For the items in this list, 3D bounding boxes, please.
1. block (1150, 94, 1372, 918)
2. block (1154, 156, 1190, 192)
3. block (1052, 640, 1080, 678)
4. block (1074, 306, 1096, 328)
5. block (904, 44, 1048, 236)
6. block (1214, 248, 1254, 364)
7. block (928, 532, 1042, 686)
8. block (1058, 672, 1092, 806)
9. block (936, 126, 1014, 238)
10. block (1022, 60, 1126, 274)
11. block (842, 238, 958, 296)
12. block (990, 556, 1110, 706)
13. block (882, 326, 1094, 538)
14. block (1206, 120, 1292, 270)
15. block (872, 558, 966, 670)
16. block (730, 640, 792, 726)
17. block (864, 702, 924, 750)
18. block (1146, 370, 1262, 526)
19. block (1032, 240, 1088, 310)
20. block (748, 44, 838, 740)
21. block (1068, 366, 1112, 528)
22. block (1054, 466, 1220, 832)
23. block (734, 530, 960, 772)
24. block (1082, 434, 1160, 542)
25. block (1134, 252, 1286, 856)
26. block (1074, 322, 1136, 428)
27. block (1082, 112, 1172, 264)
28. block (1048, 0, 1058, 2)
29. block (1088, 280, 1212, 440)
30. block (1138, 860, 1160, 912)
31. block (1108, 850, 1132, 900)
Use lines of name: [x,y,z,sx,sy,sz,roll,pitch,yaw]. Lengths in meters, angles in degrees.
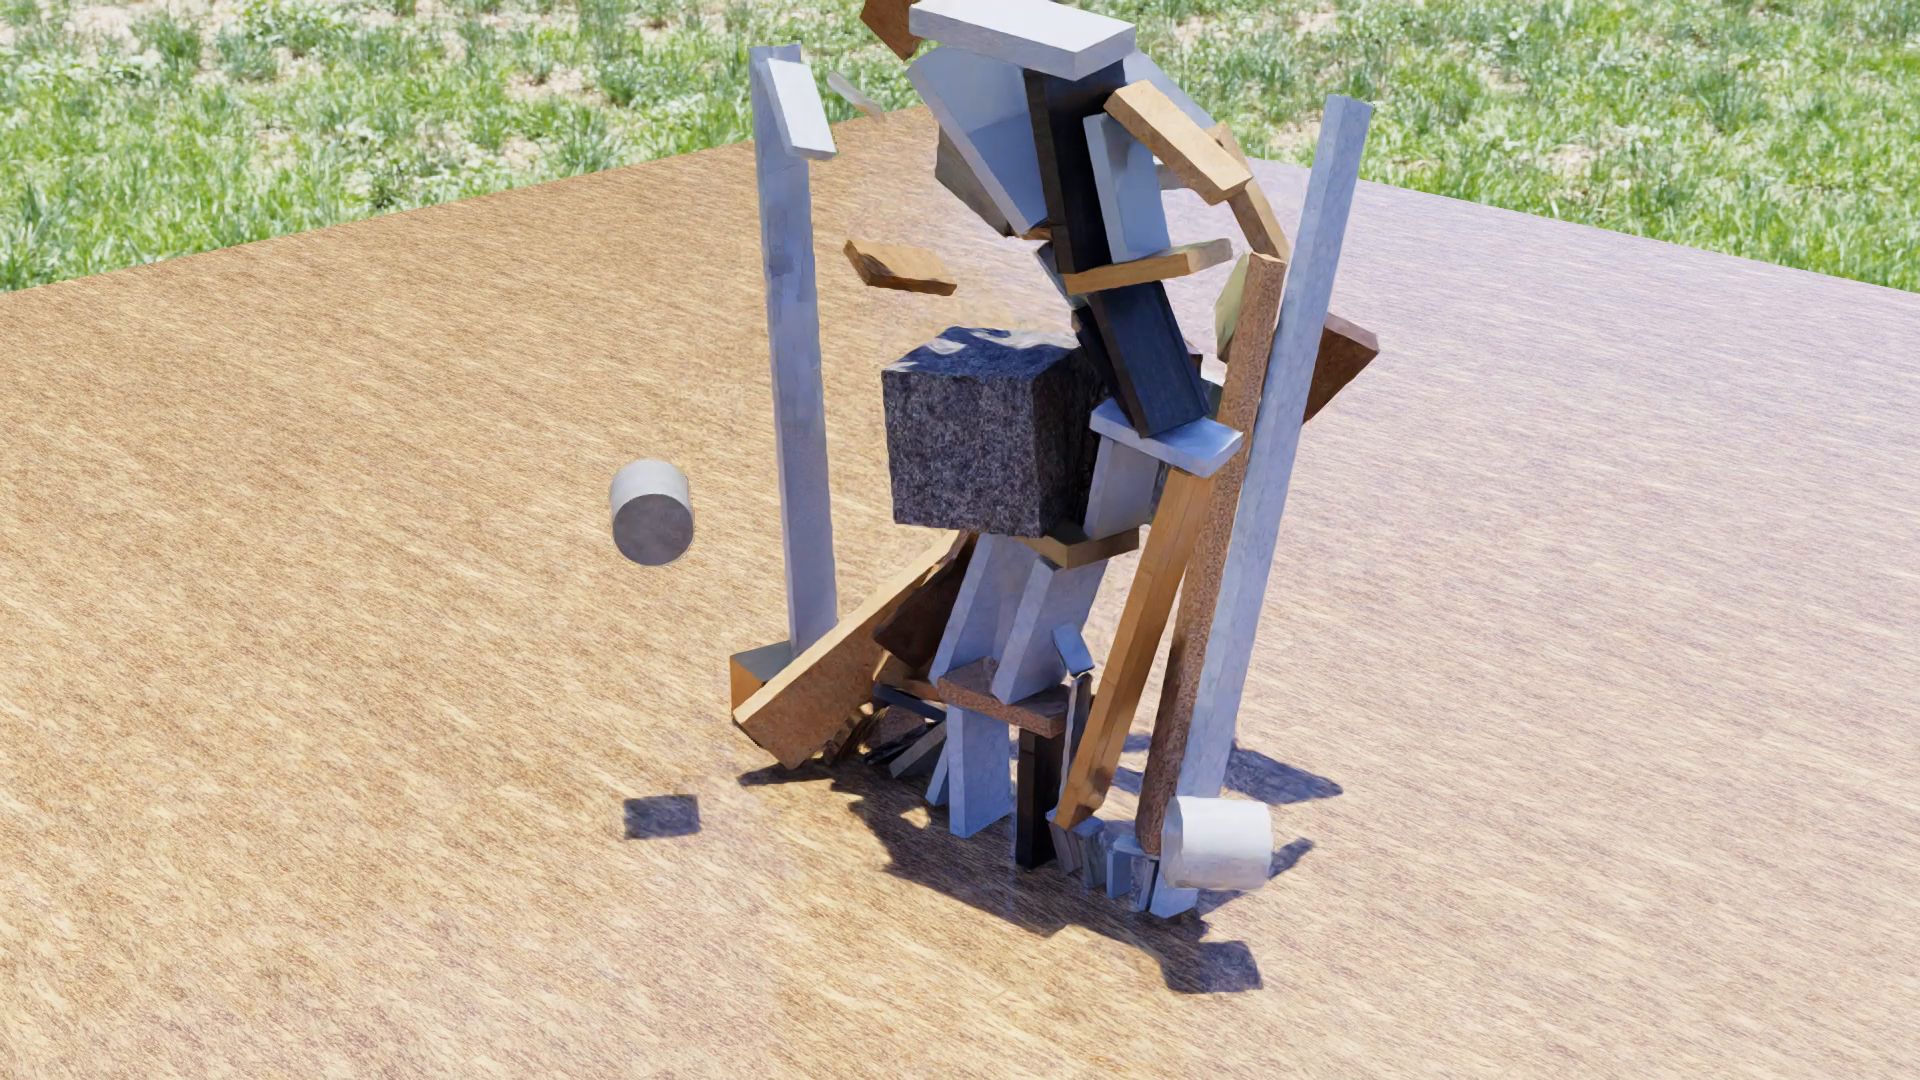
block: [0.540,-0.042,3.973,0.035,1.506,0.123,17,10,30]
block: [0.348,-0.695,4.196,0.291,0.023,0.082,0,-25,42]
block: [0.214,0.213,4.154,0.048,0.096,0.014,-37,38,-10]
block: [0.246,-0.368,3.820,0.054,0.015,0.107,-23,55,-12]
block: [0.076,-0.712,3.792,0.172,0.345,0.049,-35,1,-25]
block: [0.565,-0.470,4.423,0.041,0.145,0.290,23,27,-7]
block: [0.073,0.115,4.355,0.163,0.405,0.046,-2,34,-38]
block: [0.216,0.390,4.154,0.014,0.301,0.048,24,33,33]
block: [0.035,-0.653,3.963,0.033,0.116,0.231,-19,46,-28]
block: [0.218,-0.640,3.716,0.172,0.347,0.049,-20,18,-31]
block: [-0.112,-0.514,4.154,0.206,0.029,0.103,2,44,-41]
block: [0.171,0.153,4.143,0.163,0.326,0.046,-19,48,-42]
block: [0.065,-0.204,4.045,0.294,0.294,0.294,6,23,25]
block: [0.555,-0.659,4.256,0.041,0.290,0.145,-24,16,21]
block: [-0.053,0.152,4.436,0.118,0.236,0.033,38,24,-23]
block: [-0.393,0.332,4.780,0.156,0.156,0.156,-14,27,-30]
block: [-0.164,0.365,4.741,0.125,0.125,0.125,-20,30,-38]
block: [0.459,-0.147,4.129,0.155,0.310,0.044,26,24,21]
block: [0.220,-0.458,3.867,0.094,0.187,0.027,-38,11,-11]
block: [-0.335,-0.279,4.566,0.103,1.460,0.029,-11,16,-30]
block: [0.280,-0.186,3.988,0.044,0.310,0.155,25,30,32]
block: [0.317,0.196,3.987,0.033,0.812,0.118,33,37,25]
block: [-0.077,0.142,4.558,0.872,0.179,0.051,-40,36,3]
block: [0.293,-0.111,3.912,0.118,0.236,0.033,-18,47,-28]
block: [0.449,0.034,4.004,0.037,1.109,0.130,9,12,-7]
block: [0.270,-0.286,3.766,0.054,0.191,0.015,-31,-2,-17]
block: [0.281,-0.597,3.684,0.035,0.246,0.123,-3,15,42]
block: [0.067,-1.009,3.981,0.241,0.116,0.033,-12,51,-19]
block: [0.323,-0.314,3.751,0.130,0.259,0.037,-20,-1,-28]
block: [0.360,0.640,4.115,0.014,0.101,0.050,18,20,25]
block: [0.302,0.626,4.155,0.050,0.101,0.014,-20,30,-35]
